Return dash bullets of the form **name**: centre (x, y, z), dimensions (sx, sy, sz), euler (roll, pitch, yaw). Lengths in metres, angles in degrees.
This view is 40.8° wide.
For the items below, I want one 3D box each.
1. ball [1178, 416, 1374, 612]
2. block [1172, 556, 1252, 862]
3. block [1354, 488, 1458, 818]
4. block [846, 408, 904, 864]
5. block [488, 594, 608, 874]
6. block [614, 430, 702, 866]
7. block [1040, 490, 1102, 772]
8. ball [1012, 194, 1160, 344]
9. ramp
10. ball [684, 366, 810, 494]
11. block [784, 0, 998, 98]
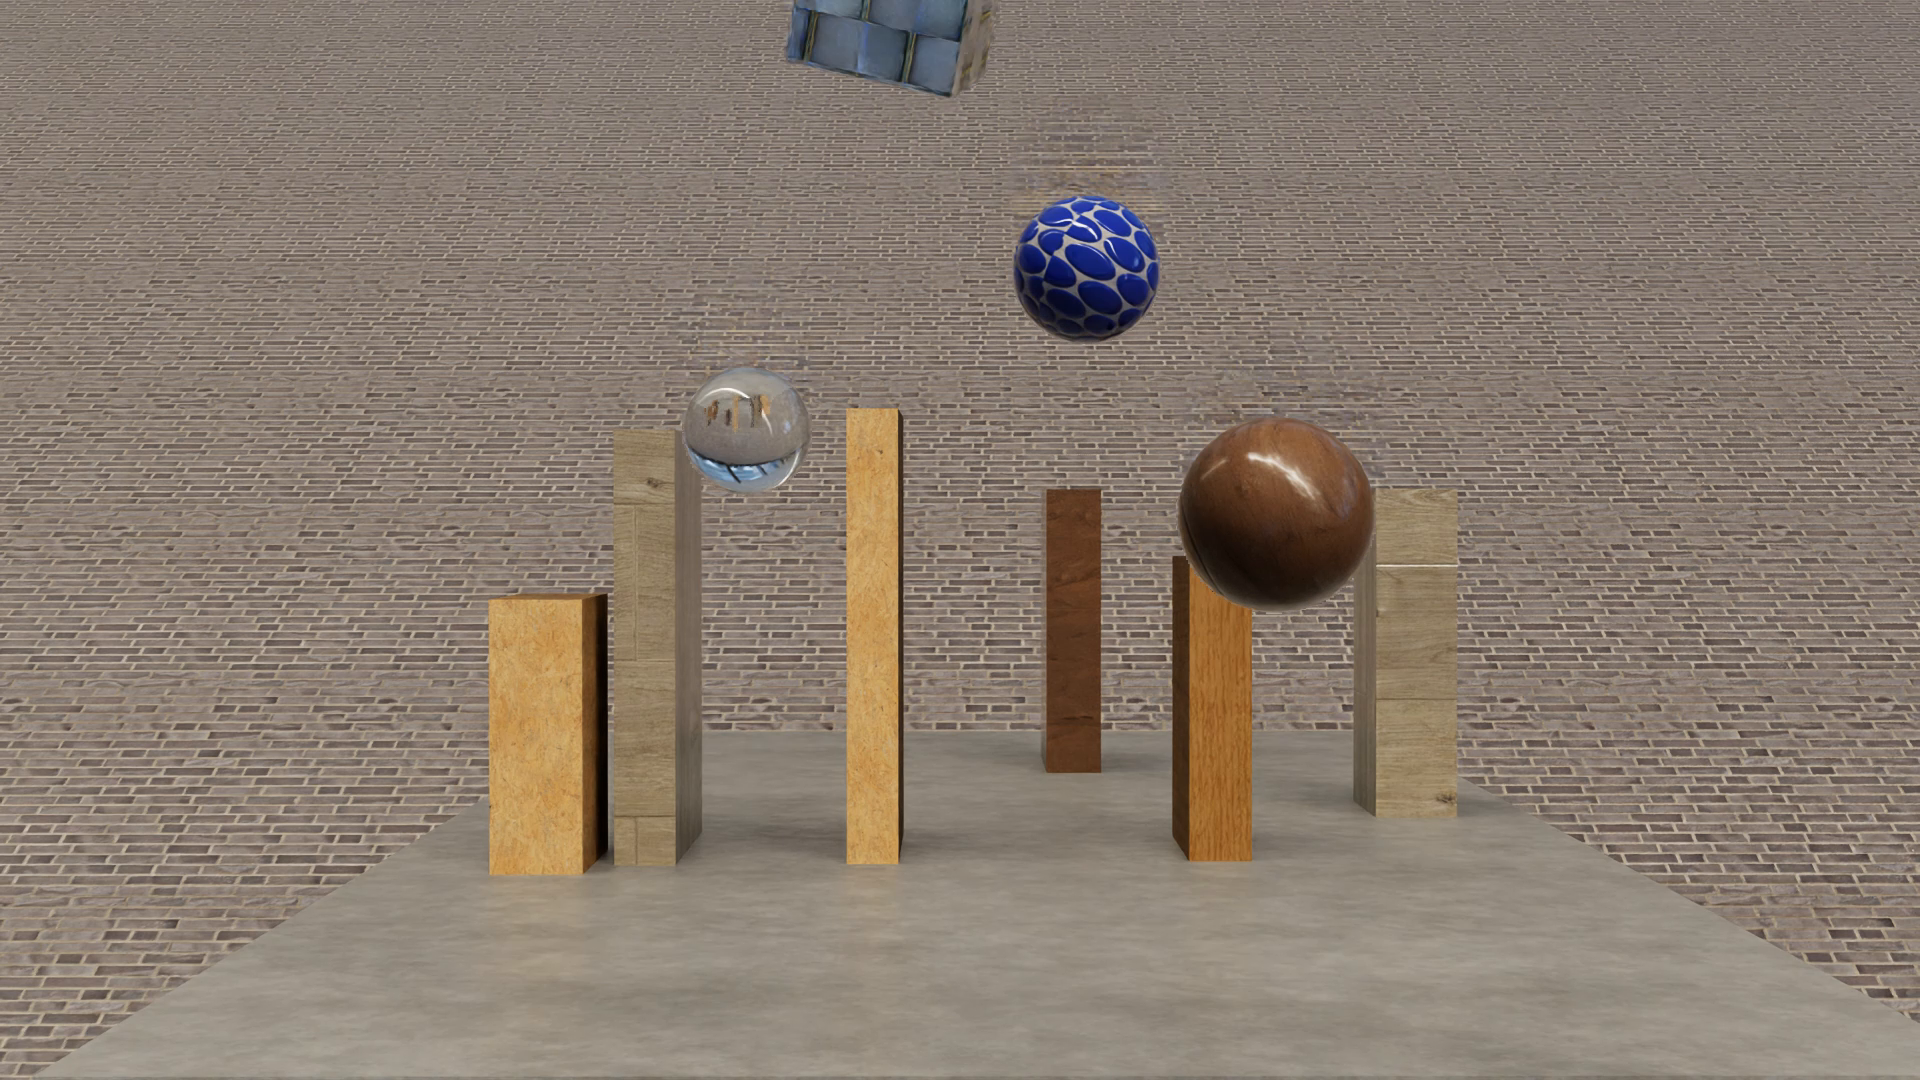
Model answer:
- **ball**: centre (0.324, -0.026, 2.649), dimensions (0.200, 0.200, 0.200), euler (0, 28, 0)
- **block**: centre (0.421, 0.274, 4.340), dimensions (0.101, 0.488, 0.329), euler (0, 1, 0)
- **block**: centre (0.841, 0.207, 4.894), dimensions (0.149, 0.606, 0.270), euler (0, 1, 0)
- **block**: centre (-0.141, 0.152, 4.347), dimensions (0.083, 0.731, 0.407), euler (0, 1, 0)
- **block**: centre (-0.662, 0.306, 4.178), dimensions (0.145, 0.429, 0.295), euler (0, 1, 0)
- **block**: centre (-0.505, 0.169, 4.345), dimensions (0.098, 0.698, 0.431), euler (0, 1, 0)
- **block**: centre (0.245, 0.194, 5.749), dimensions (0.117, 0.611, 0.374), euler (0, 1, 0)
- **ball**: centre (0.125, -0.269, 2.562), dimensions (0.146, 0.146, 0.146), euler (0, 28, 0)
- **ramp**: centre (0.063, 0.564, 4.604), dimensions (2.000, 0.100, 4.000), euler (0, 1, 0)
- **ball**: centre (-0.213, -0.110, 2.589), dimensions (0.127, 0.127, 0.127), euler (0, 28, 0)
- **block**: centre (-0.049, -0.463, 2.153), dimensions (0.142, 0.142, 0.142), euler (14, 20, 7)
